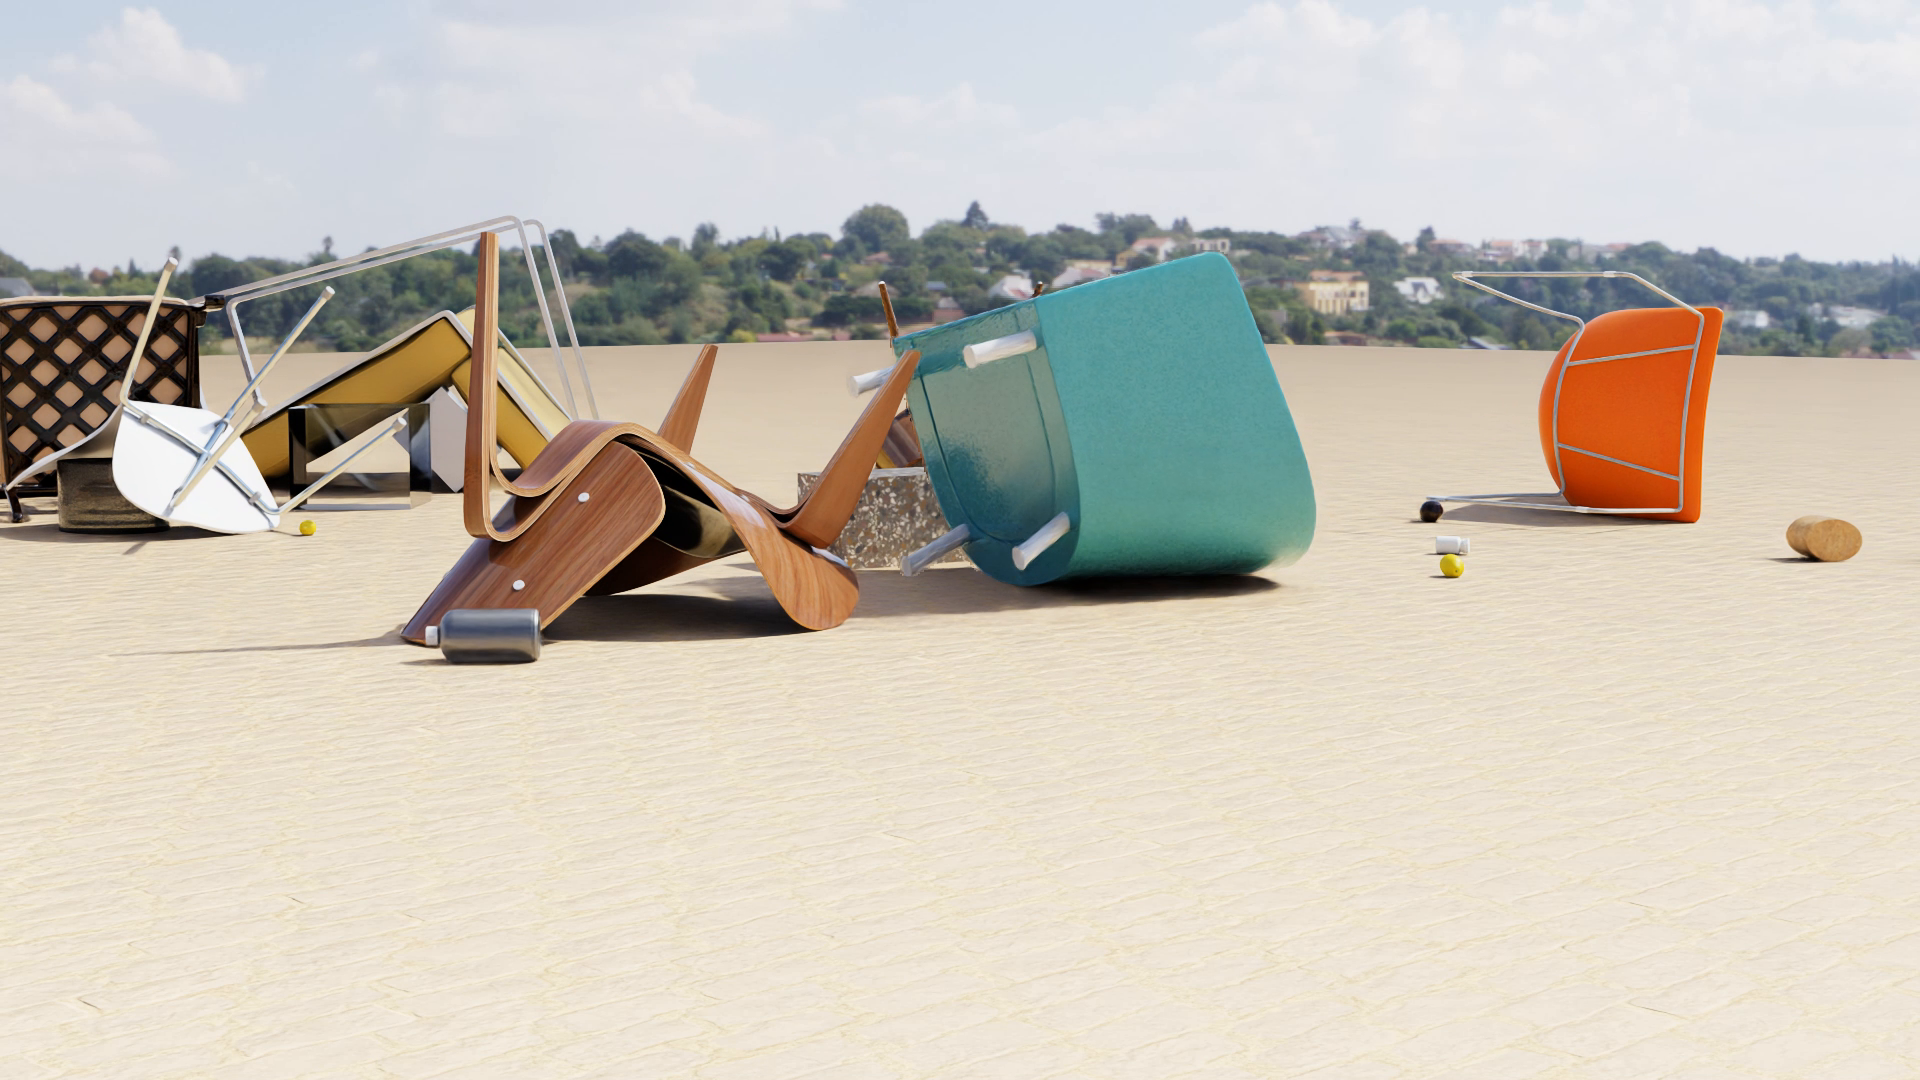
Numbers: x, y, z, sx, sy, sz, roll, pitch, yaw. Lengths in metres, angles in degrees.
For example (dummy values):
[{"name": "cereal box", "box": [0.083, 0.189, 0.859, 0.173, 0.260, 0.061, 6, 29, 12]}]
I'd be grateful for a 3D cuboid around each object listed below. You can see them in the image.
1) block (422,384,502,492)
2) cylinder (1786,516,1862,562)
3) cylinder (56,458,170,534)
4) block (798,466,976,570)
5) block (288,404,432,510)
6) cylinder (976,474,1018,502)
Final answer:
[{"name": "block", "box": [-1.573, -0.316, 7.901, 0.188, 0.265, 0.262, -43, 11, -3]}, {"name": "cylinder", "box": [2.009, -0.004, 5.966, 0.137, 0.099, 0.102, 5, 5, -9]}, {"name": "cylinder", "box": [-2.198, -0.116, 6.663, 0.305, 0.180, 0.244, 3, 7, 27]}, {"name": "block", "box": [-0.170, -0.053, 5.925, 0.352, 0.205, 0.209, -4, 7, -34]}, {"name": "block", "box": [-1.720, -0.243, 7.371, 0.339, 0.286, 0.281, 0, 6, 1]}, {"name": "cylinder", "box": [0.075, -0.150, 7.469, 0.163, 0.081, 0.142, -1, 3, -11]}]
